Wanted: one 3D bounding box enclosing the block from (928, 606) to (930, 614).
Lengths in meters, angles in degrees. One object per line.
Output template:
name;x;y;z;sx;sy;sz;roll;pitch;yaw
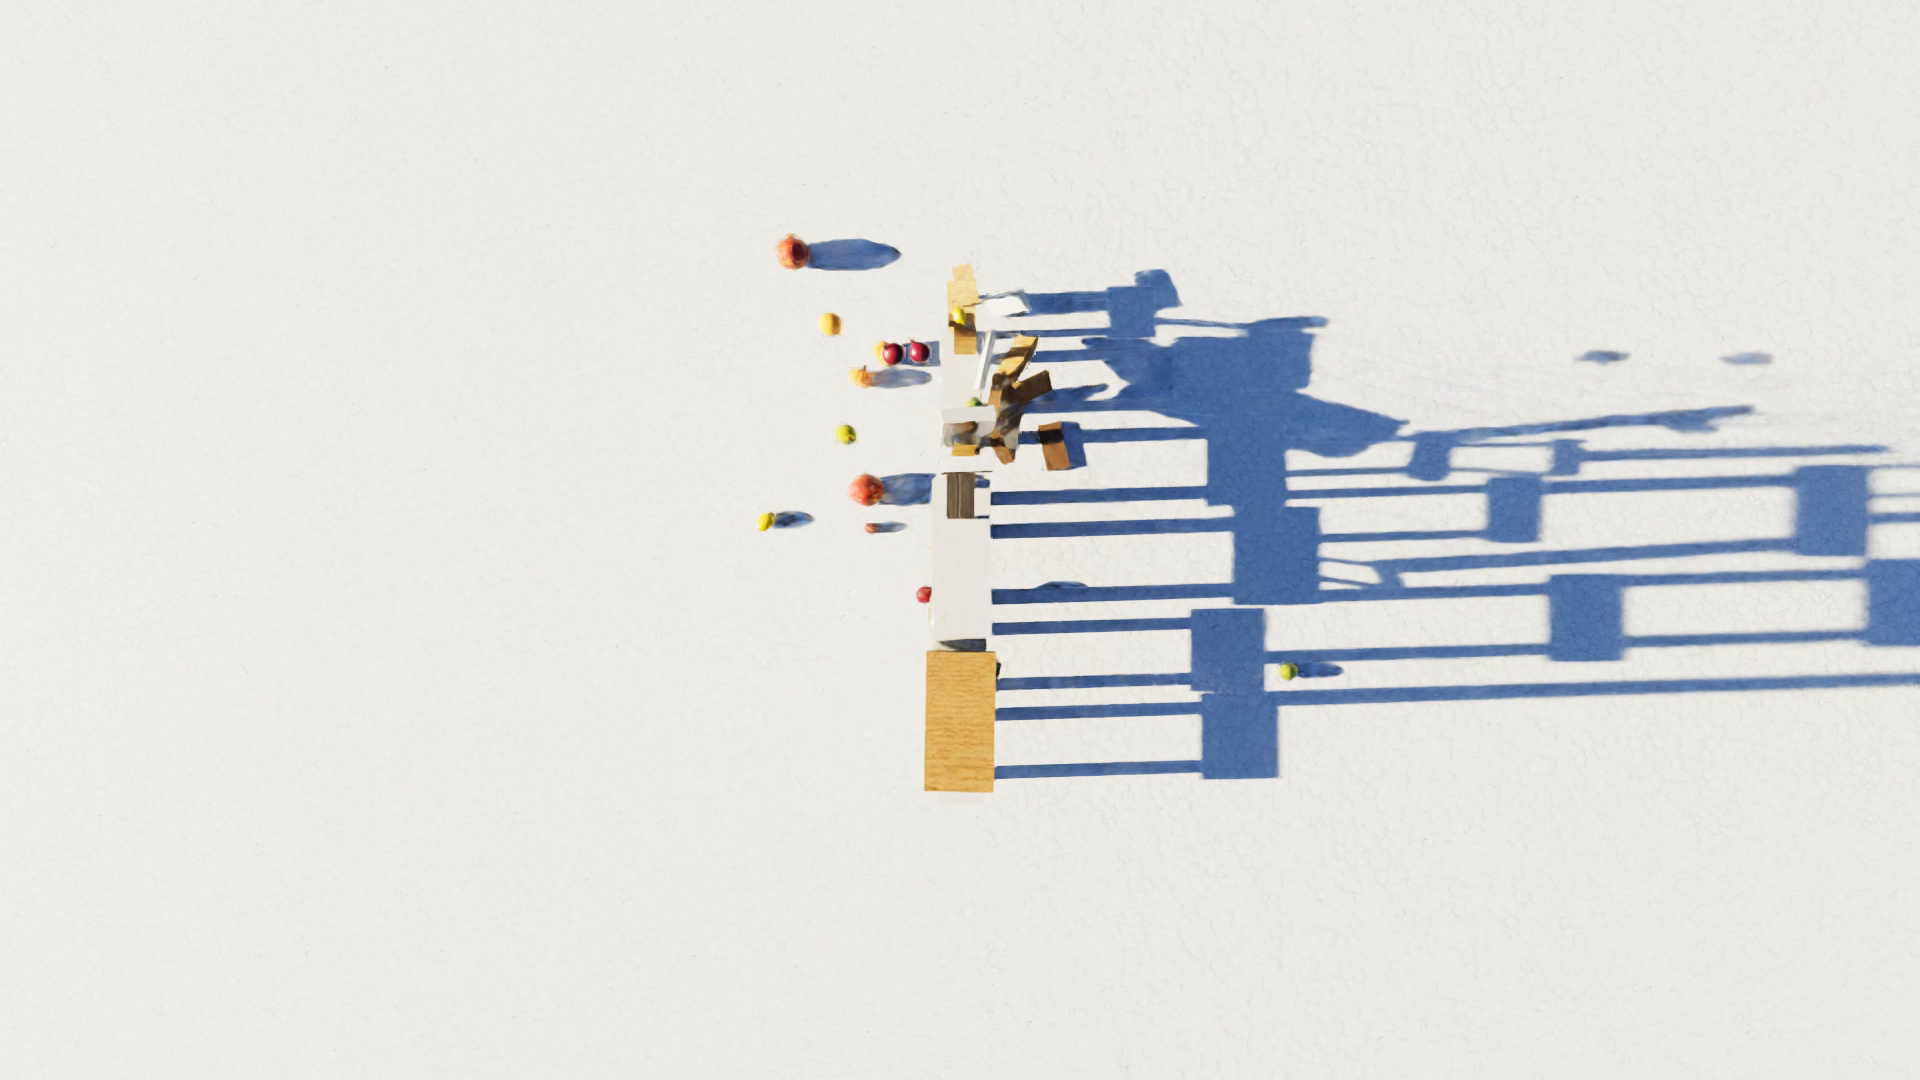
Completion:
block;-0.008;0.203;4.630;0.153;0.305;0.043;0;90;0

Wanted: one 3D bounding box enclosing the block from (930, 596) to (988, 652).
block;-0.004;0.305;4.456;0.153;0.043;0.305;-1;90;0

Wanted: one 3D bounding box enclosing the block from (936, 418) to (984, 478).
block;-0.002;-0.234;5.180;0.149;0.042;0.299;0;90;0

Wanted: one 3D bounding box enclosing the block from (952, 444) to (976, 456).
block;0.008;-0.216;4.831;0.064;0.018;0.129;4;90;0

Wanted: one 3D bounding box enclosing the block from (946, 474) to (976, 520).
block;0.002;-0.101;4.352;0.074;0.021;0.149;1;90;1

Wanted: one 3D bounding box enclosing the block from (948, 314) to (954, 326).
block;-0.004;-0.698;5.231;0.066;0.131;0.019;-1;107;0

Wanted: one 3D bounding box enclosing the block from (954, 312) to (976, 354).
block;0.015;-0.648;5.171;0.066;0.019;0.131;-1;114;0

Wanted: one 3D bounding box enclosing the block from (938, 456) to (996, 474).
block;0.018;-0.212;4.657;0.149;0.328;0.042;-2;92;-2

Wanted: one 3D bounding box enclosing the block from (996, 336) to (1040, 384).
block;0.184;-0.588;5.364;0.077;0.022;0.182;9;59;37

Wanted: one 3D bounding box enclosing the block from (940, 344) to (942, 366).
block;-0.001;-0.604;5.371;0.128;0.257;0.036;0;89;0

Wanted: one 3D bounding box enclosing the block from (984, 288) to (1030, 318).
block;0.156;-0.781;5.435;0.142;0.020;0.071;-8;124;32

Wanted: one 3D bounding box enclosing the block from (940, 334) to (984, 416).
block;0.005;-0.522;5.225;0.128;0.036;0.257;2;90;0

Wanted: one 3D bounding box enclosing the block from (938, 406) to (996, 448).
block;0.019;-0.327;4.790;0.149;0.298;0.042;-4;80;-3

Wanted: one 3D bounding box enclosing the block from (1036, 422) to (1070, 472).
block;0.311;-0.311;5.489;0.077;0.022;0.155;-13;90;0

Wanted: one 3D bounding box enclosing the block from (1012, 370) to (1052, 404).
block;0.223;-0.490;5.367;0.155;0.077;0.022;-26;49;-10

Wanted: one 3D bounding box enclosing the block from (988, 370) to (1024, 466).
block;0.138;-0.386;5.195;0.042;0.298;0.149;-15;126;20

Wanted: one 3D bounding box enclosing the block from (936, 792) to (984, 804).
block;-0.001;0.681;5.189;0.145;0.041;0.291;0;90;0

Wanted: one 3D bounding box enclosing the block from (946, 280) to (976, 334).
block;0.004;-0.747;5.309;0.089;0.025;0.177;-1;90;0

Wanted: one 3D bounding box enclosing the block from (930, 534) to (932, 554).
block;-0.003;0.014;4.327;0.146;0.369;0.041;0;87;0

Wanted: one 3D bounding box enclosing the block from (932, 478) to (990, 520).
block;0.004;-0.011;4.535;0.157;0.044;0.314;0;91;0

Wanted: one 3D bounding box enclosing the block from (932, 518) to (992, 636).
block;0.004;0.094;4.121;0.146;0.041;0.292;-1;89;0

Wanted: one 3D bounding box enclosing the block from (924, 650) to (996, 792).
block;0.000;0.446;4.067;0.171;0.049;0.343;1;90;0

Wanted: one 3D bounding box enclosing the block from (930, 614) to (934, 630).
block;-0.001;0.213;4.287;0.146;0.292;0.041;-2;87;-1

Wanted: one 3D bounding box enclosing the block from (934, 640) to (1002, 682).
block;0.014;0.312;4.263;0.171;0.343;0.049;13;90;0

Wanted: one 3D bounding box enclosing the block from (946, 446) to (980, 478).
block;0.010;-0.233;4.981;0.083;0.023;0.166;12;90;0

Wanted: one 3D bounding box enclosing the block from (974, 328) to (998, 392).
block;0.080;-0.564;5.172;0.020;0.071;0.190;13;88;-12

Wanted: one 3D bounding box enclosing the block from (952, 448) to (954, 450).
block;0.007;-0.263;4.904;0.064;0.129;0.018;3;94;0

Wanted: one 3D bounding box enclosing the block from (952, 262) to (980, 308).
block;0.018;-0.817;5.285;0.066;0.019;0.131;-11;85;-1
